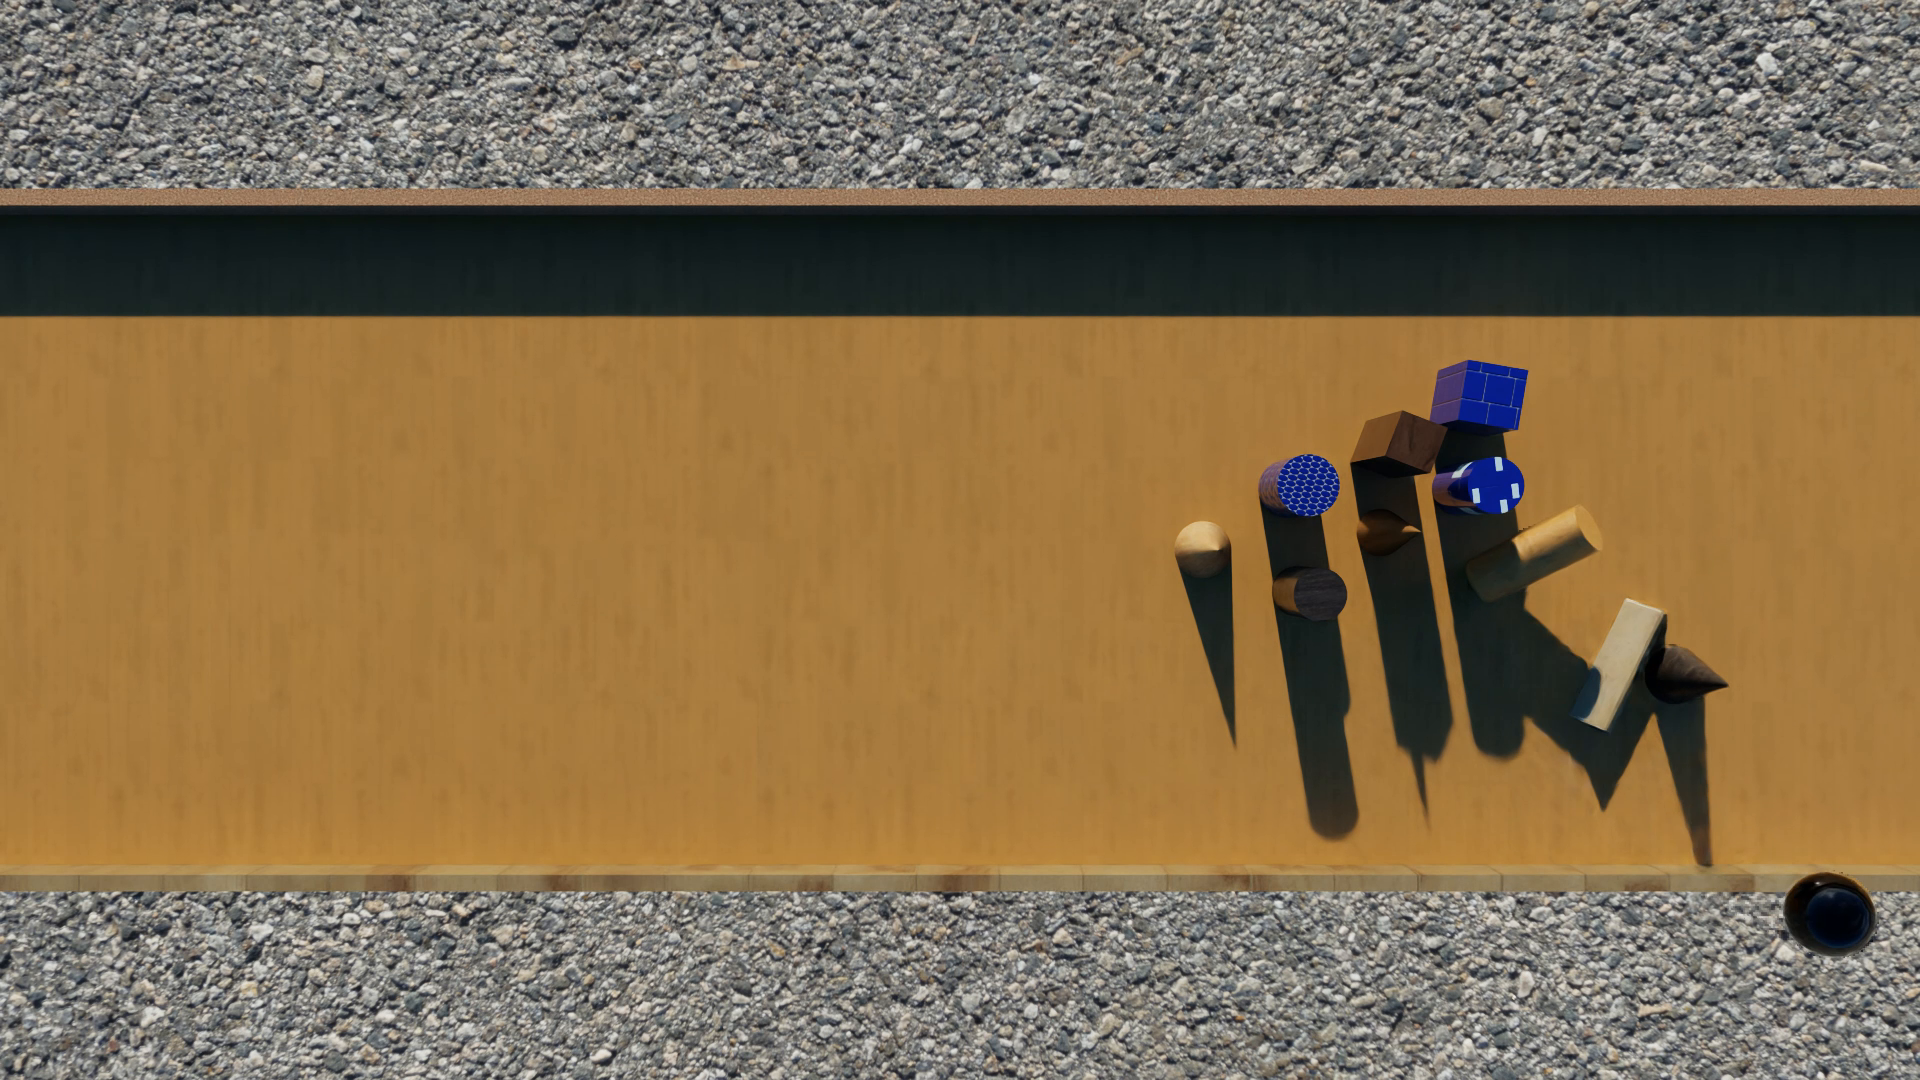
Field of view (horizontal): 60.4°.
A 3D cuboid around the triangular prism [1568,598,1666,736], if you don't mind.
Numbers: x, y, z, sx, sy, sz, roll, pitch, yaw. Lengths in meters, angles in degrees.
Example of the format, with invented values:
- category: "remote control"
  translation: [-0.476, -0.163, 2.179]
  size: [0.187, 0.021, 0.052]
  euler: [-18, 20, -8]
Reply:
- category: "triangular prism"
  translation: [2.023, 0.391, 5.010]
  size: [0.142, 0.123, 0.401]
  euler: [26, 90, -1]

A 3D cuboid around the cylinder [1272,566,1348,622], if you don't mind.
- category: "cylinder"
  translation: [1.037, 0.158, 4.911]
  size: [0.155, 0.331, 0.155]
  euler: [0, 90, 0]

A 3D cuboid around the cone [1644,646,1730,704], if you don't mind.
- category: "cone"
  translation: [2.197, 0.416, 4.890]
  size: [0.179, 0.373, 0.179]
  euler: [0, 90, 0]

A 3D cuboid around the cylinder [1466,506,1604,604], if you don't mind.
- category: "cylinder"
  translation: [1.706, 0.046, 4.909]
  size: [0.369, 0.147, 0.147]
  euler: [-33, 90, 36]

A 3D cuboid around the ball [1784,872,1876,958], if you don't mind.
- category: "ball"
  translation: [2.474, 1.066, 4.694]
  size: [0.235, 0.235, 0.235]
  euler: [0, 90, 0]

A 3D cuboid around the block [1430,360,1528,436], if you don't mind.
- category: "block"
  translation: [1.543, -0.420, 4.925]
  size: [0.176, 0.303, 0.176]
  euler: [10, 90, 0]

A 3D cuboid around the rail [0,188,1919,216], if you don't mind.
- category: "rail"
  translation: [-2.247, -1.025, 5.002]
  size: [12.000, 0.150, 0.050]
  euler: [0, 90, 0]

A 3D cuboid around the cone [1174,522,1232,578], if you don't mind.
- category: "cone"
  translation: [0.748, 0.030, 4.926]
  size: [0.176, 0.300, 0.176]
  euler: [0, 90, 0]

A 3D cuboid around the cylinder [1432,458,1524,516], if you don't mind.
- category: "cylinder"
  translation: [1.533, -0.156, 4.897]
  size: [0.162, 0.359, 0.162]
  euler: [0, 90, 0]

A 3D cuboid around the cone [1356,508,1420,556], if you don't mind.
- category: "cone"
  translation: [1.294, -0.023, 4.851]
  size: [0.147, 0.451, 0.147]
  euler: [0, 90, 0]

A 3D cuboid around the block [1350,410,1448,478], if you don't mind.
- category: "block"
  translation: [1.289, -0.278, 4.867]
  size: [0.138, 0.420, 0.138]
  euler: [21, 90, 0]

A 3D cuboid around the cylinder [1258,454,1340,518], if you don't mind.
- category: "cylinder"
  translation: [1.007, -0.158, 4.921]
  size: [0.180, 0.311, 0.180]
  euler: [0, 90, 0]

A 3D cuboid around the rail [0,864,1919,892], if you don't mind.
- category: "rail"
  translation: [-2.247, 1.025, 5.001]
  size: [12.000, 0.150, 0.050]
  euler: [0, 90, 0]
